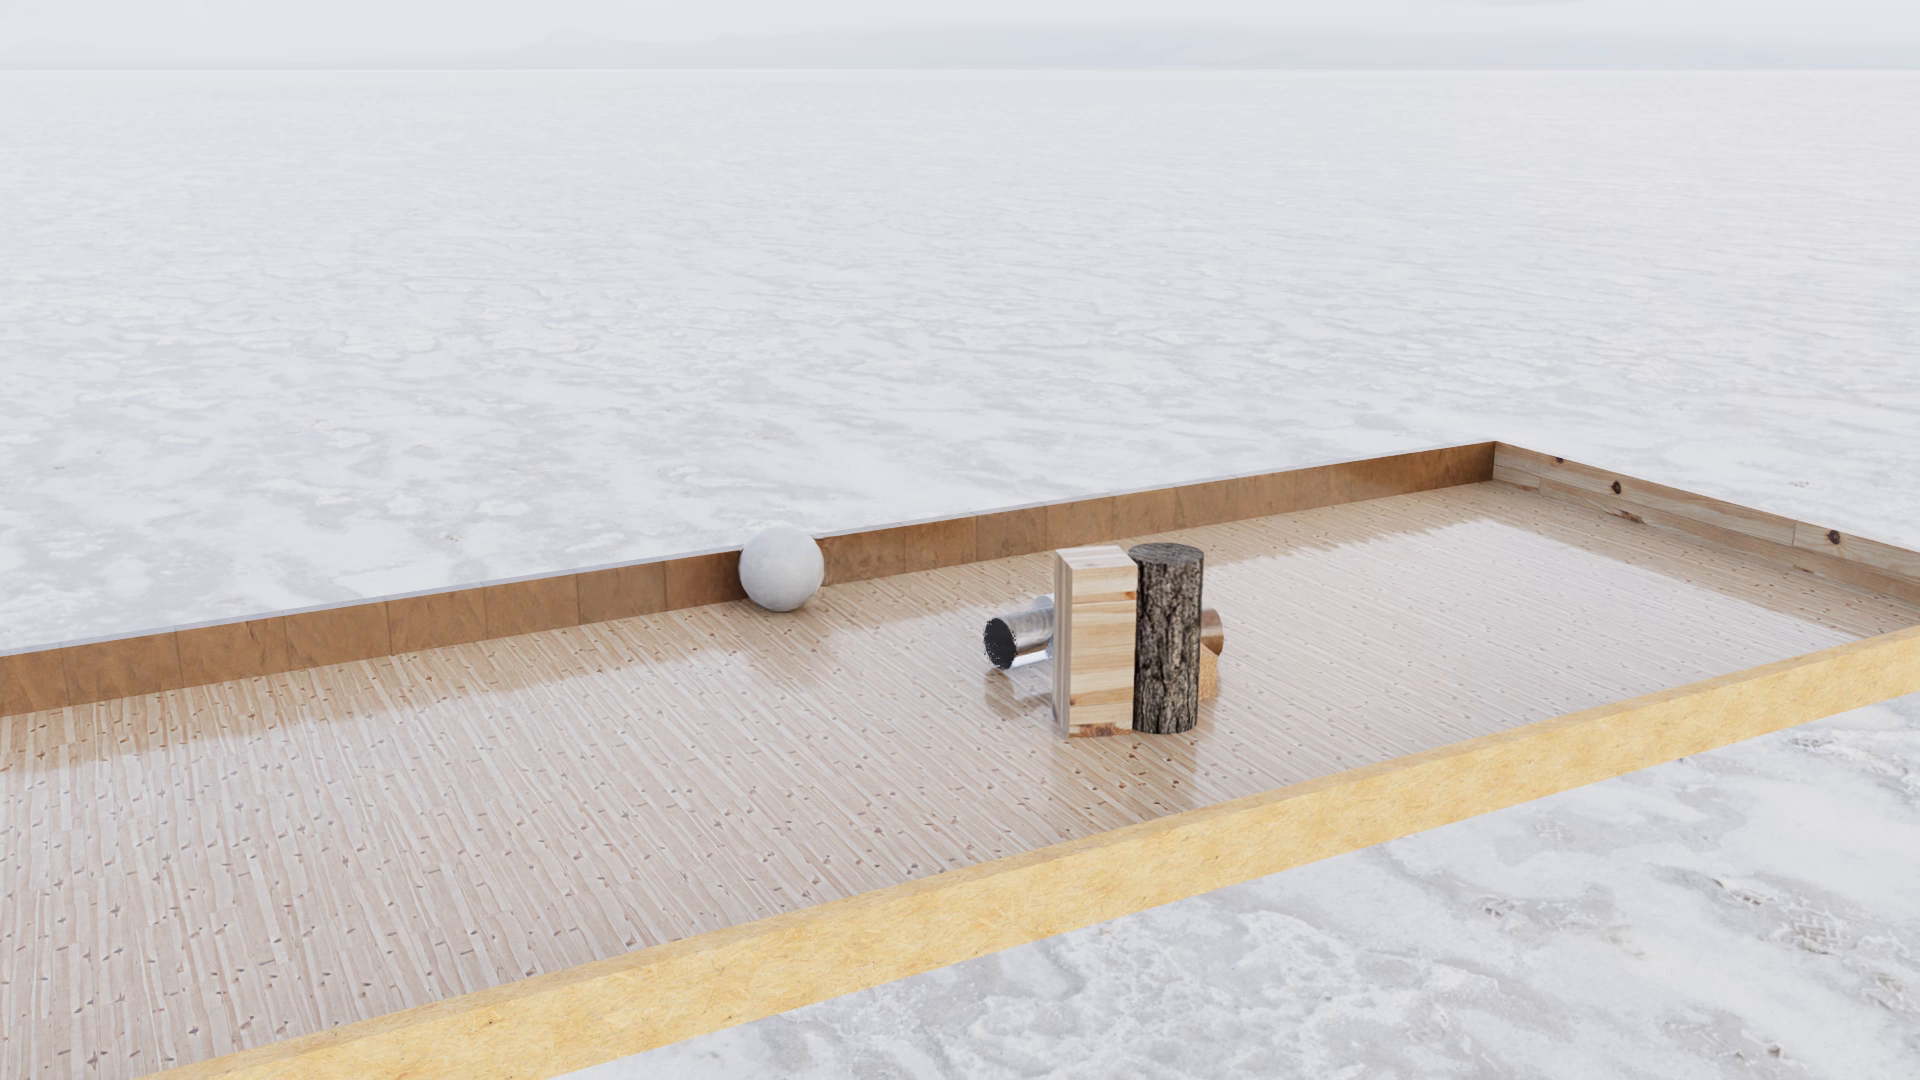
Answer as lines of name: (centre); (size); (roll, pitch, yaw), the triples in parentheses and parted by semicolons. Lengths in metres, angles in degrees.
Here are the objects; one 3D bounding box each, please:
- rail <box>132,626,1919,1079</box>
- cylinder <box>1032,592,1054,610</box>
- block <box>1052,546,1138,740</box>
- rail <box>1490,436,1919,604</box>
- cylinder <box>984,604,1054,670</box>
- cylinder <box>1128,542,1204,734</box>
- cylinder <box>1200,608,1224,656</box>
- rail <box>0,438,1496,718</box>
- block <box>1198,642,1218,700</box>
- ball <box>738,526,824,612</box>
rail: (-2.336, 1.006, 1.665); (12.000, 0.150, 0.050); (-9, 18, -27)
cylinder: (0.403, 0.166, 4.587); (0.442, 0.114, 0.114); (-13, 21, -37)
block: (0.309, 0.236, 3.815); (0.151, 0.413, 0.151); (-4, 18, -12)
rail: (2.466, -0.048, 5.253); (0.050, 0.150, 2.100); (-9, 18, -27)
cylinder: (0.288, 0.229, 4.338); (0.456, 0.135, 0.135); (-11, 20, -33)
cylinder: (0.473, 0.228, 3.846); (0.175, 0.412, 0.175); (0, 16, 0)
cylinder: (0.489, 0.255, 4.251); (0.353, 0.133, 0.133); (-5, 17, -16)
rail: (-3.305, 0.497, 3.399); (12.000, 0.150, 0.050); (-9, 18, -27)
block: (0.435, 0.333, 4.026); (0.365, 0.109, 0.109); (-4, 17, -15)
ball: (-0.503, 0.080, 4.656); (0.242, 0.242, 0.242); (0, 16, 0)
